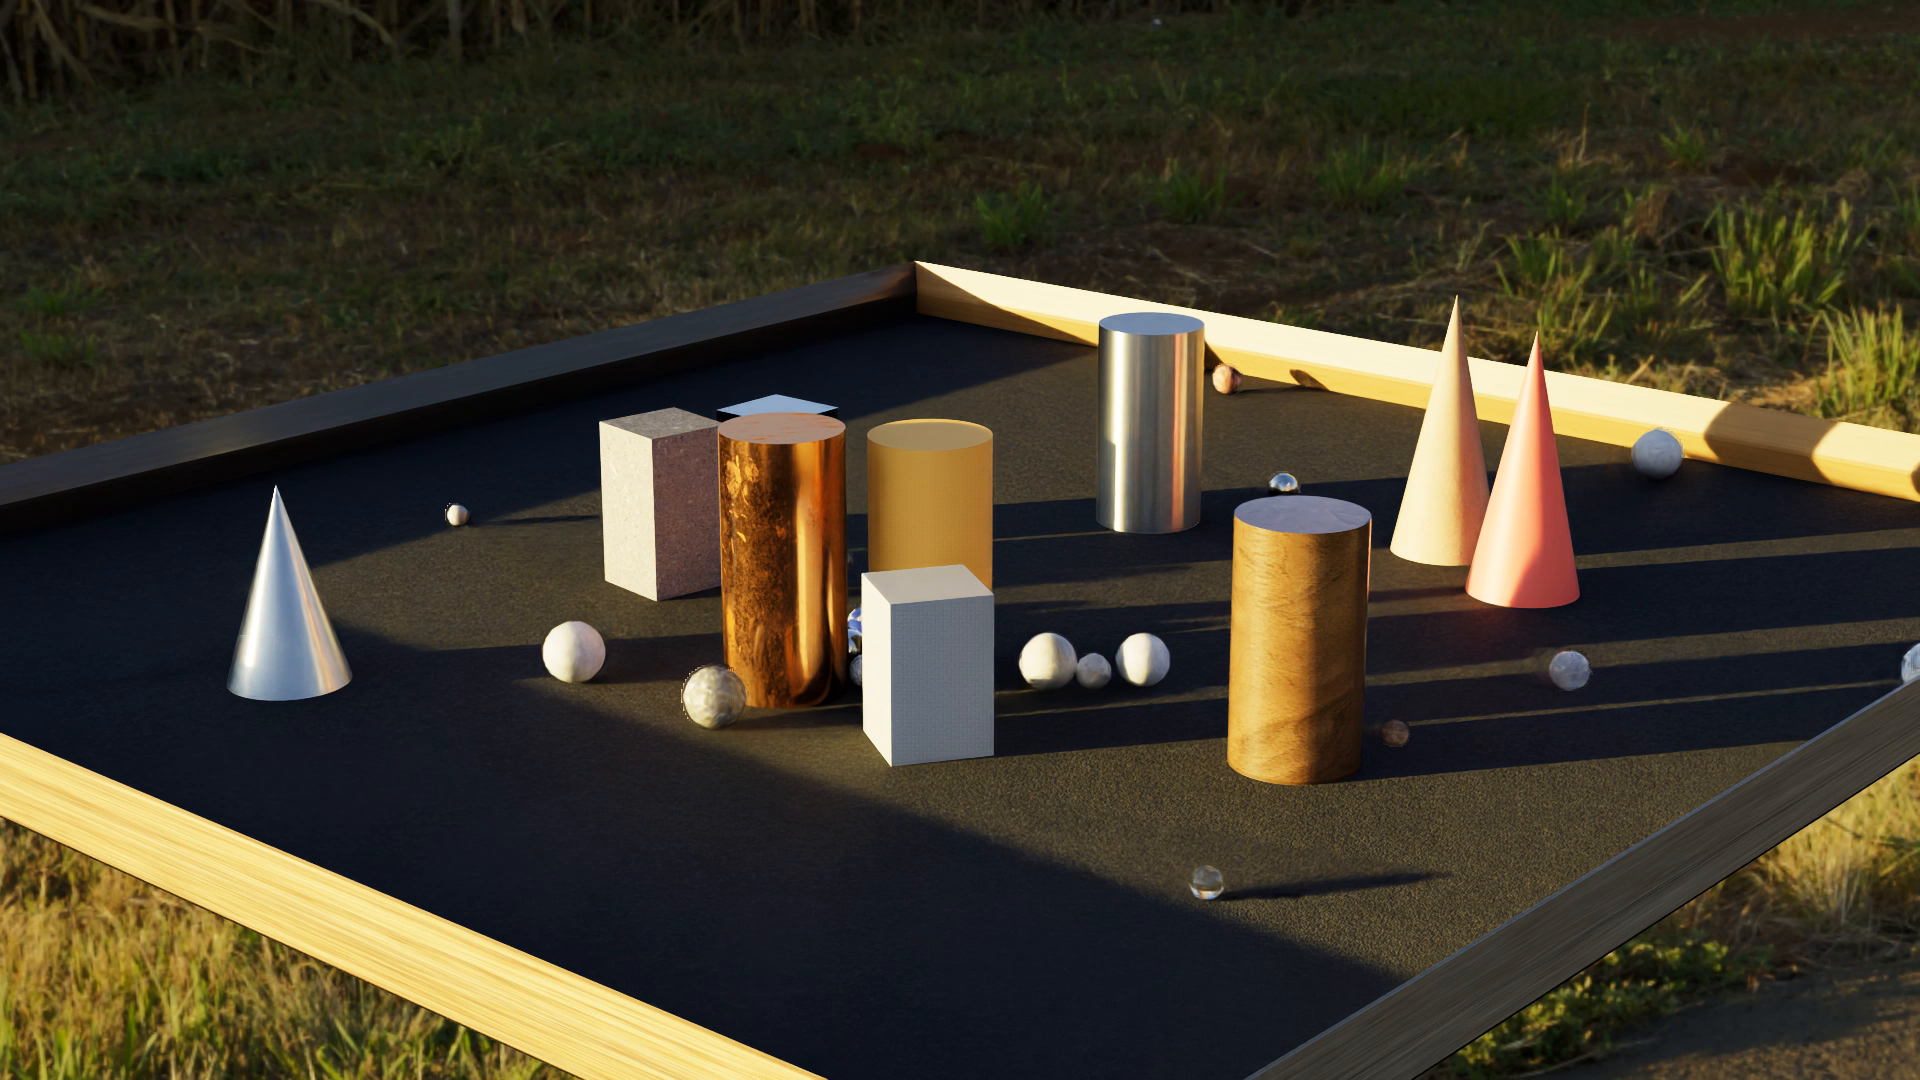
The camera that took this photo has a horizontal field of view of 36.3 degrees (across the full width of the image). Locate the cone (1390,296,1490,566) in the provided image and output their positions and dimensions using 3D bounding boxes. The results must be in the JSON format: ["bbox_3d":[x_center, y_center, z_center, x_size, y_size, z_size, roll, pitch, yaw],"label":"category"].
[{"bbox_3d":[0.892,-0.212,5.327,0.199,0.479,0.199,0,17,0],"label":"cone"}]

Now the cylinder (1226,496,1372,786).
[{"bbox_3d":[0.497,0.146,4.308,0.199,0.382,0.199,0,17,0],"label":"cylinder"}]

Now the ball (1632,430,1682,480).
[{"bbox_3d":[1.390,-0.170,5.848,0.099,0.099,0.099,0,17,0],"label":"ball"}]

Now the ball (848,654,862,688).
[{"bbox_3d":[-0.150,0.209,4.665,0.056,0.056,0.056,0,17,0],"label":"ball"}]

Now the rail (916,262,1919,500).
[{"bbox_3d":[1.079,-0.326,6.310,3.193,0.129,0.045,14,22,39],"label":"rail"}]

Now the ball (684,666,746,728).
[{"bbox_3d":[-0.374,0.241,4.488,0.096,0.096,0.096,0,17,0],"label":"ball"}]

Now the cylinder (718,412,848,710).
[{"bbox_3d":[-0.277,0.031,4.611,0.199,0.428,0.199,0,17,0],"label":"cylinder"}]

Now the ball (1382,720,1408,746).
[{"bbox_3d":[0.656,0.291,4.420,0.040,0.040,0.040,0,17,0],"label":"ball"}]

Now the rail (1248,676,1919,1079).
[{"bbox_3d":[1.188,0.330,4.132,0.045,0.129,3.339,14,22,39],"label":"rail"}]

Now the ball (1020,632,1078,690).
[{"bbox_3d":[0.140,0.193,4.655,0.092,0.092,0.092,0,17,0],"label":"ball"}]

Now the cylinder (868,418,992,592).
[{"bbox_3d":[-0.048,0.024,4.688,0.199,0.397,0.199,0,17,0],"label":"cylinder"}]

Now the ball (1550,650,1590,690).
[{"bbox_3d":[0.968,0.207,4.655,0.064,0.064,0.064,0,17,0],"label":"ball"}]

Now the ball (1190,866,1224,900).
[{"bbox_3d":[0.326,0.453,3.872,0.046,0.046,0.046,0,17,0],"label":"ball"}]

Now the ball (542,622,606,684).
[{"bbox_3d":[-0.617,0.179,4.687,0.099,0.099,0.099,0,17,0],"label":"ball"}]

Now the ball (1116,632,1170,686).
[{"bbox_3d":[0.292,0.191,4.672,0.086,0.086,0.086,0,17,0],"label":"ball"}]

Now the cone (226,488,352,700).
[{"bbox_3d":[-1.077,0.068,4.663,0.199,0.325,0.199,0,17,0],"label":"cone"}]

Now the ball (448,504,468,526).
[{"bbox_3d":[-0.948,-0.047,5.539,0.041,0.041,0.041,0,17,0],"label":"ball"}]

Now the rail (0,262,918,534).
[{"bbox_3d":[-1.188,-0.265,6.107,0.045,0.129,3.339,14,22,39],"label":"rail"}]

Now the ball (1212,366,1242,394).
[{"bbox_3d":[0.595,-0.358,6.533,0.063,0.063,0.063,0,17,0],"label":"ball"}]

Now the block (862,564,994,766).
[{"bbox_3d":[-0.049,0.186,4.399,0.159,0.252,0.159,-5,17,-16],"label":"block"}]

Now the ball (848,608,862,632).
[{"bbox_3d":[-0.156,0.148,4.834,0.075,0.075,0.075,0,17,0],"label":"ball"}]

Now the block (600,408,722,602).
[{"bbox_3d":[-0.519,-0.065,5.165,0.159,0.291,0.159,-14,22,-38],"label":"block"}]

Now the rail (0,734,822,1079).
[{"bbox_3d":[-1.079,0.391,3.930,3.193,0.129,0.045,14,22,39],"label":"rail"}]

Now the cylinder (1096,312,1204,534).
[{"bbox_3d":[0.358,-0.222,5.533,0.199,0.381,0.199,0,17,0],"label":"cylinder"}]

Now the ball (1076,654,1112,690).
[{"bbox_3d":[0.213,0.209,4.660,0.057,0.057,0.057,0,17,0],"label":"ball"}]

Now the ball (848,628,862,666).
[{"bbox_3d":[-0.179,0.177,4.749,0.067,0.067,0.067,0,17,0],"label":"ball"}]

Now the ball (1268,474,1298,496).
[{"bbox_3d":[0.628,-0.100,5.687,0.058,0.058,0.058,0,17,0],"label":"ball"}]

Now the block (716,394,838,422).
[{"bbox_3d":[-0.337,-0.125,5.445,0.159,0.245,0.159,14,22,38],"label":"block"}]

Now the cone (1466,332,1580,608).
[{"bbox_3d":[0.989,-0.135,5.091,0.199,0.469,0.199,0,17,0],"label":"cone"}]

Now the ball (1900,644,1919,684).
[{"bbox_3d":[1.529,0.205,4.611,0.094,0.094,0.094,0,17,0],"label":"ball"}]

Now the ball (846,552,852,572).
[{"bbox_3d":[-0.213,0.040,5.248,0.042,0.042,0.042,0,17,0],"label":"ball"}]
